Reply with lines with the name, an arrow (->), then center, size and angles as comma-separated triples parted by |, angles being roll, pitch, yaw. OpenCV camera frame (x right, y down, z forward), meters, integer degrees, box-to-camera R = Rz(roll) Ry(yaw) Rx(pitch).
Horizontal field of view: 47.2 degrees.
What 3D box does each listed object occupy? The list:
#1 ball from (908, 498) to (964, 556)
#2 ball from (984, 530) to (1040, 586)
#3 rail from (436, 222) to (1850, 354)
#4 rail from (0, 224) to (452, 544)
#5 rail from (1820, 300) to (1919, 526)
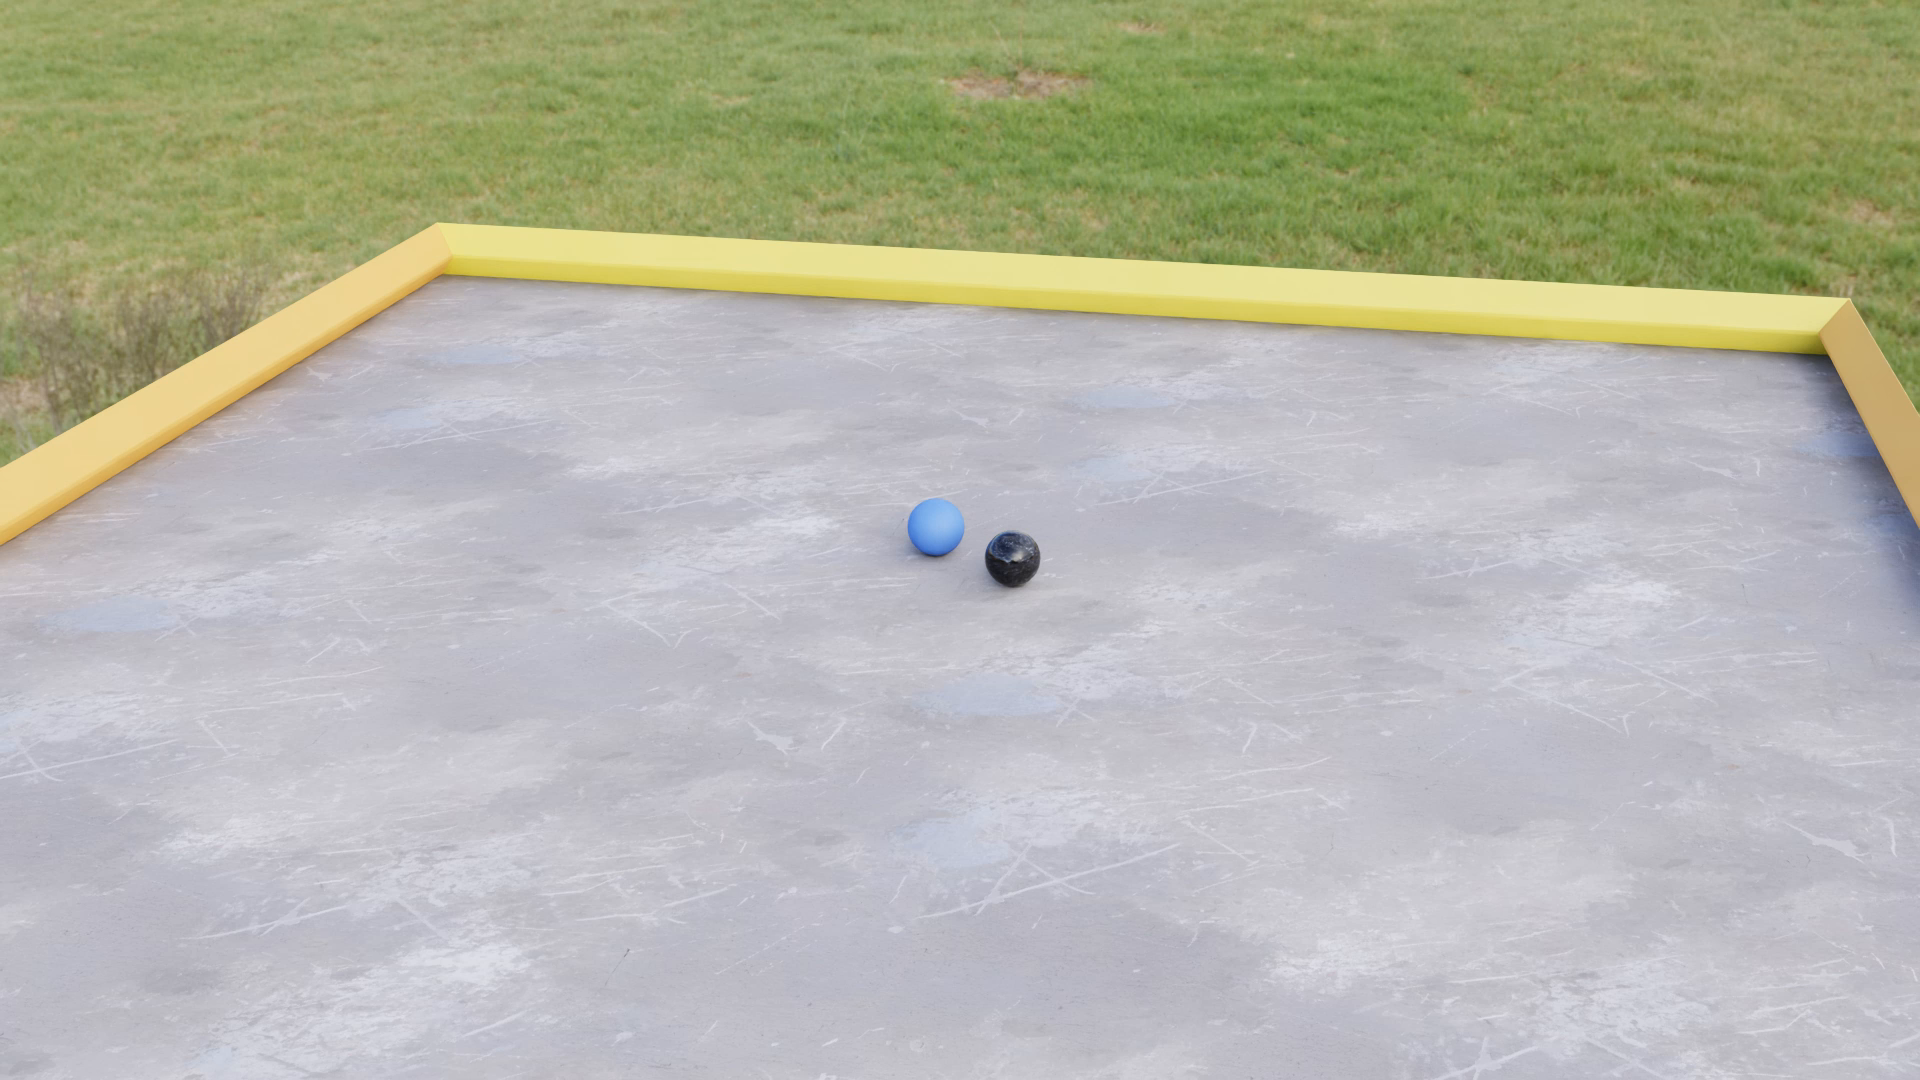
ball -> -0.029, -0.016, 2.626 | 0.069, 0.069, 0.069 | 0, 22, 0
ball -> 0.061, 0.021, 2.541 | 0.065, 0.065, 0.065 | 0, 22, 0
rail -> 0.222, -0.407, 3.560 | 2.305, 0.089, 0.045 | 5, 23, 11
rail -> -1.331, 0.306, 1.806 | 0.045, 0.089, 4.393 | 5, 23, 11
rail -> 0.878, 0.481, 1.374 | 0.045, 0.089, 4.393 | 5, 23, 11
